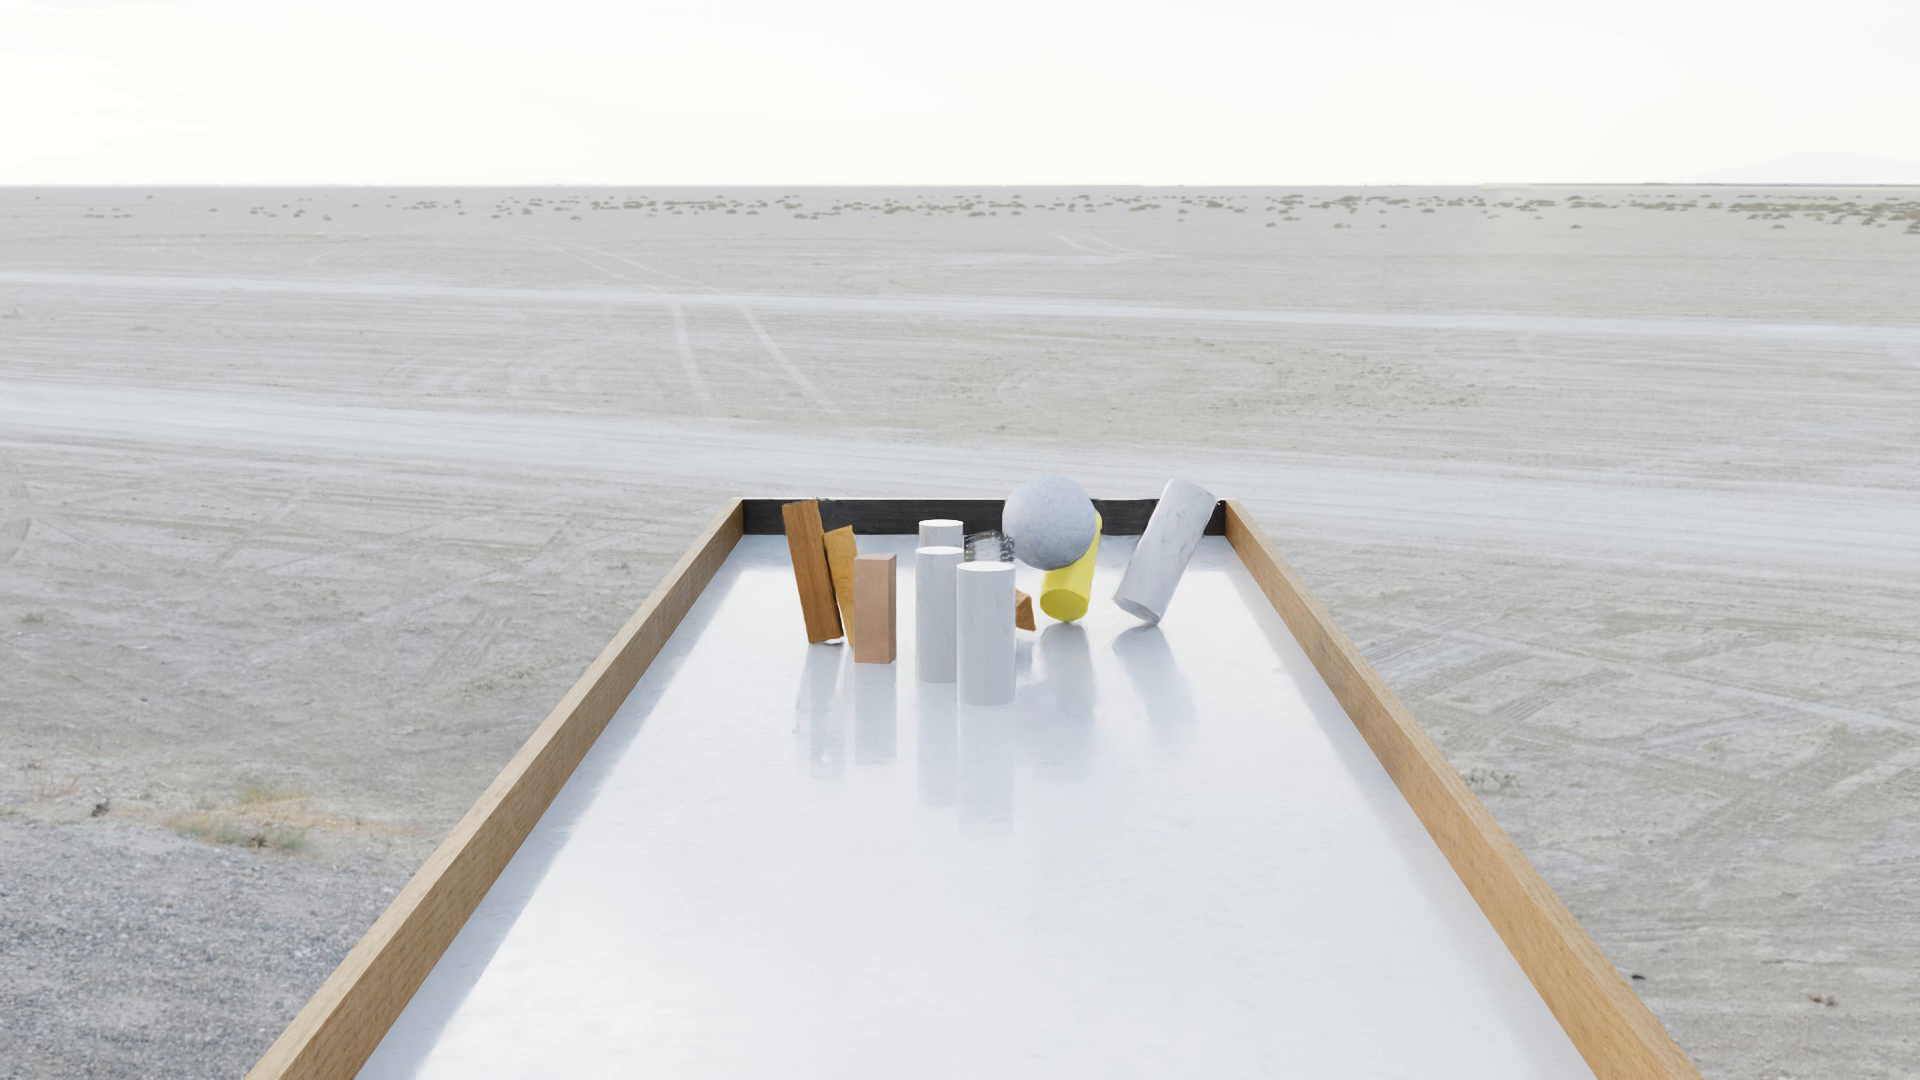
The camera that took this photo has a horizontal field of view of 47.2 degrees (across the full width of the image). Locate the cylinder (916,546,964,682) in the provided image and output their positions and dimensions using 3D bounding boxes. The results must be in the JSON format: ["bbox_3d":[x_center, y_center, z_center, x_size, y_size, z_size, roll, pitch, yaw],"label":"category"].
[{"bbox_3d":[-0.059,0.217,6.428,0.142,0.379,0.142,0,9,0],"label":"cylinder"}]

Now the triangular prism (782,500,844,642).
[{"bbox_3d":[-0.442,0.094,6.960,0.123,0.440,0.107,-11,1,33],"label":"triangular prism"}]

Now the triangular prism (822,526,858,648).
[{"bbox_3d":[-0.329,0.146,6.922,0.102,0.369,0.089,-16,-6,19],"label":"triangular prism"}]

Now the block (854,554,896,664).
[{"bbox_3d":[-0.257,0.208,6.680,0.108,0.319,0.108,2,9,11],"label":"block"}]

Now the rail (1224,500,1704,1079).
[{"bbox_3d":[1.046,0.843,3.208,0.050,0.150,12.000,0,9,1],"label":"rail"}]

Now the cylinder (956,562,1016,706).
[{"bbox_3d":[0.073,0.260,6.156,0.165,0.379,0.165,0,9,0],"label":"cylinder"}]

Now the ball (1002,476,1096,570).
[{"bbox_3d":[0.291,-0.056,7.188,0.312,0.312,0.312,0,9,0],"label":"ball"}]

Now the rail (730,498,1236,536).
[{"bbox_3d":[0.099,-0.098,9.147,2.100,0.150,0.050,0,9,1],"label":"rail"}]

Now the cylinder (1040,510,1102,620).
[{"bbox_3d":[0.373,0.072,7.374,0.163,0.163,0.383,2,49,12],"label":"cylinder"}]

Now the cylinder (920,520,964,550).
[{"bbox_3d":[-0.059,0.136,6.926,0.138,0.384,0.138,0,9,0],"label":"cylinder"}]

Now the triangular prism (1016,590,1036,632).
[{"bbox_3d":[0.133,0.195,7.164,0.126,0.109,0.322,16,4,-30],"label":"triangular prism"}]

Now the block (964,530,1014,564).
[{"bbox_3d":[0.092,0.155,6.828,0.111,0.344,0.111,-13,-22,34],"label":"block"}]

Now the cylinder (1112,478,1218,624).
[{"bbox_3d":[0.679,0.035,7.281,0.178,0.450,0.178,25,-14,7],"label":"cylinder"}]

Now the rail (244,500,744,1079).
[{"bbox_3d":[-1.004,0.839,3.234,0.050,0.150,12.000,0,9,1],"label":"rail"}]
